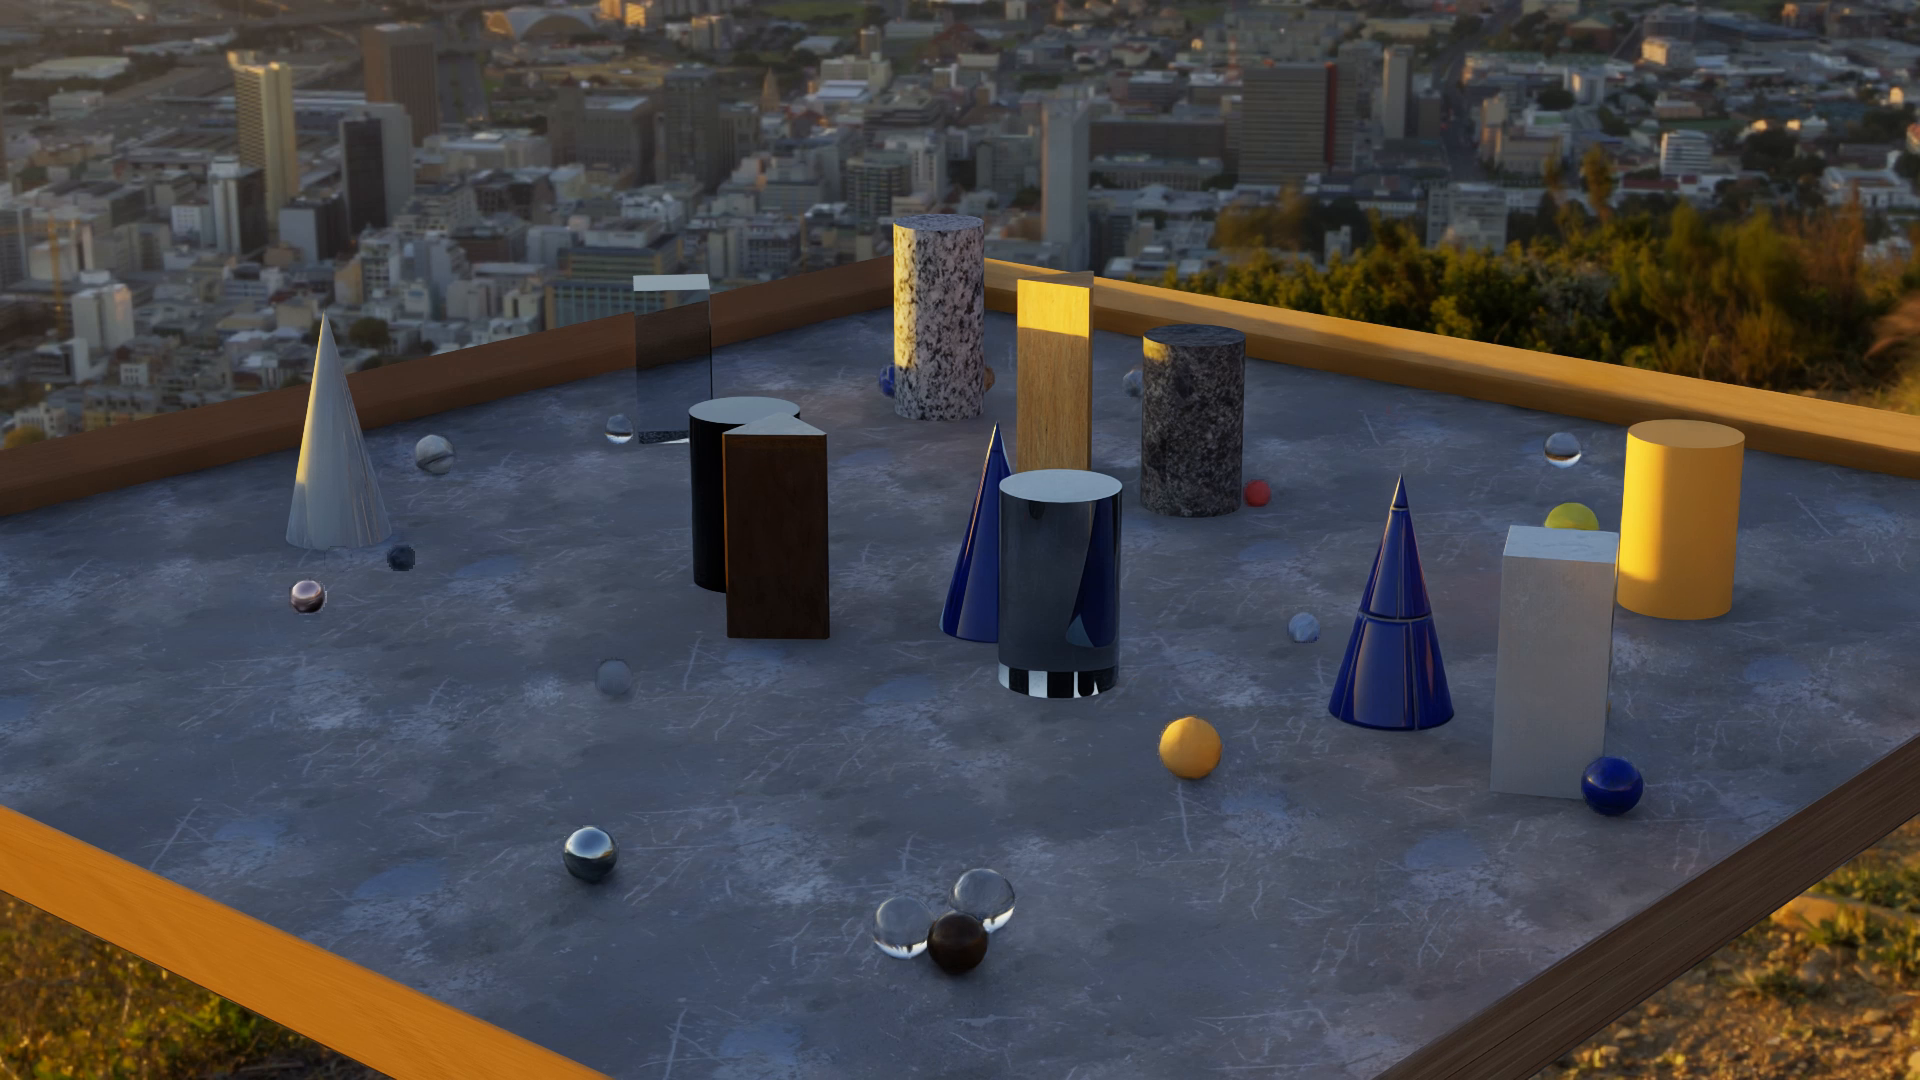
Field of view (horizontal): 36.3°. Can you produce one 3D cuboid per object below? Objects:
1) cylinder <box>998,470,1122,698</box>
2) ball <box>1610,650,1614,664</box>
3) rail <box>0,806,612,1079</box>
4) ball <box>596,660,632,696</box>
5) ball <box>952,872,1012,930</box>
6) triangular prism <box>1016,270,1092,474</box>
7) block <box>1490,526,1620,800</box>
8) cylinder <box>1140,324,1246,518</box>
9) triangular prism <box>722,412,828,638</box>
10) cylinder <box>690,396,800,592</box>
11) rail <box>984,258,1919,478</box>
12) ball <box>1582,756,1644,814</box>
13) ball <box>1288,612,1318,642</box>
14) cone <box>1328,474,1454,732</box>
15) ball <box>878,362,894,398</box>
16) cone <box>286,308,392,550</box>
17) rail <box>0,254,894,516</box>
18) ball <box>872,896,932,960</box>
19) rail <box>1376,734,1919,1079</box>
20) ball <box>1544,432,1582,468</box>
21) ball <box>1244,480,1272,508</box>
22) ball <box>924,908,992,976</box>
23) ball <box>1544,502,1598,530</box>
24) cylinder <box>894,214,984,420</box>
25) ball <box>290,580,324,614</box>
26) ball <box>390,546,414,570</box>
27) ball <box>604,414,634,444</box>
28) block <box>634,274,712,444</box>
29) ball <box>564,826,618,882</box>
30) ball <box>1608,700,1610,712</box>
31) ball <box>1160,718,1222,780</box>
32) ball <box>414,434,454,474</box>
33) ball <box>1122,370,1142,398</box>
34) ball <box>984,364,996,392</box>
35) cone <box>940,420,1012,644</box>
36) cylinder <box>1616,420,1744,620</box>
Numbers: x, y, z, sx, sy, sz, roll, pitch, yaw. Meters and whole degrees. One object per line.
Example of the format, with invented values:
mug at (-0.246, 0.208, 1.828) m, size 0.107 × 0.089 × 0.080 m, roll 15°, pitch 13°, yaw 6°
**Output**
cylinder at (0.159, 0.068, 4.667) m, size 0.195 × 0.321 × 0.195 m, roll 0°, pitch 17°, yaw 0°
ball at (1.014, 0.183, 4.716) m, size 0.072 × 0.072 × 0.072 m, roll 0°, pitch 17°, yaw 0°
rail at (-1.174, 0.422, 3.826) m, size 3.395 × 0.126 × 0.045 m, roll 14°, pitch 22°, yaw 39°
ball at (-0.546, 0.217, 4.628) m, size 0.057 × 0.057 × 0.057 m, roll 0°, pitch 17°, yaw 0°
ball at (0.028, 0.463, 3.764) m, size 0.076 × 0.076 × 0.076 m, roll 0°, pitch 17°, yaw 0°
triangular prism at (0.223, -0.326, 5.835) m, size 0.169 × 0.401 × 0.146 m, roll 10°, pitch 20°, yaw 31°
block at (0.861, 0.176, 4.244) m, size 0.156 × 0.357 × 0.156 m, roll 4°, pitch 17°, yaw 14°
cylinder at (0.447, -0.230, 5.634) m, size 0.195 × 0.333 × 0.195 m, roll 0°, pitch 17°, yaw 0°
triangular prism at (-0.302, -0.026, 4.923) m, size 0.169 × 0.352 × 0.146 m, roll 0°, pitch 17°, yaw 2°
cylinder at (-0.378, -0.081, 5.182) m, size 0.195 × 0.308 × 0.195 m, roll 0°, pitch 17°, yaw 0°
rail at (1.174, -0.359, 6.415) m, size 3.395 × 0.126 × 0.045 m, roll 14°, pitch 22°, yaw 39°
ball at (0.925, 0.347, 4.152) m, size 0.084 × 0.084 × 0.084 m, roll 0°, pitch 17°, yaw 0°
ball at (0.572, 0.146, 4.879) m, size 0.049 × 0.049 × 0.049 m, roll 0°, pitch 17°, yaw 0°
cone at (0.671, 0.081, 4.513) m, size 0.195 × 0.385 × 0.195 m, roll 0°, pitch 17°, yaw 0°
ball at (-0.142, -0.352, 6.475) m, size 0.080 × 0.080 × 0.080 m, roll 0°, pitch 17°, yaw 0°
cone at (-1.160, -0.218, 5.417) m, size 0.195 × 0.435 × 0.195 m, roll 0°, pitch 17°, yaw 0°
rail at (-1.264, -0.285, 6.171) m, size 0.045 × 0.126 × 3.629 m, roll 14°, pitch 22°, yaw 39°
ball at (-0.072, 0.488, 3.692) m, size 0.080 × 0.080 × 0.080 m, roll 0°, pitch 17°, yaw 0°
rail at (1.264, 0.349, 4.070) m, size 0.045 × 0.126 × 3.629 m, roll 14°, pitch 22°, yaw 39°
ball at (1.217, -0.181, 5.919) m, size 0.075 × 0.075 × 0.075 m, roll 0°, pitch 17°, yaw 0°
ball at (0.574, -0.089, 5.653) m, size 0.051 × 0.051 × 0.051 m, roll 0°, pitch 17°, yaw 0°
ball at (-0.003, 0.501, 3.654) m, size 0.085 × 0.085 × 0.085 m, roll 0°, pitch 17°, yaw 0°
ball at (1.116, -0.020, 5.348) m, size 0.097 × 0.097 × 0.097 m, roll 0°, pitch 17°, yaw 0°
cylinder at (-0.045, -0.482, 6.328) m, size 0.195 × 0.414 × 0.195 m, roll 0°, pitch 17°, yaw 0°
ball at (-1.119, 0.097, 5.026) m, size 0.058 × 0.058 × 0.058 m, roll 0°, pitch 17°, yaw 0°
ball at (-1.003, 0.033, 5.266) m, size 0.042 × 0.042 × 0.042 m, roll 0°, pitch 17°, yaw 0°
ball at (-0.709, -0.230, 6.105) m, size 0.061 × 0.061 × 0.061 m, roll 0°, pitch 17°, yaw 0°
block at (-0.601, -0.380, 6.146) m, size 0.156 × 0.325 × 0.156 m, roll -2°, pitch 17°, yaw -6°
ball at (-0.495, 0.421, 3.927) m, size 0.073 × 0.073 × 0.073 m, roll 0°, pitch 17°, yaw 0°
ball at (0.981, 0.255, 4.524) m, size 0.044 × 0.044 × 0.044 m, roll 0°, pitch 17°, yaw 0°
ball at (0.337, 0.304, 4.281) m, size 0.091 × 0.091 × 0.091 m, roll 0°, pitch 17°, yaw 0°
ball at (-1.054, -0.172, 5.879) m, size 0.079 × 0.079 × 0.079 m, roll 0°, pitch 17°, yaw 0°
ball at (0.388, -0.346, 6.490) m, size 0.059 × 0.059 × 0.059 m, roll 0°, pitch 17°, yaw 0°
ball at (0.046, -0.356, 6.470) m, size 0.063 × 0.063 × 0.063 m, roll 0°, pitch 17°, yaw 0°
cone at (0.062, -0.028, 4.920) m, size 0.195 × 0.359 × 0.195 m, roll 0°, pitch 17°, yaw 0°
cylinder at (1.239, -0.037, 5.046) m, size 0.195 × 0.302 × 0.195 m, roll 0°, pitch 17°, yaw 0°
